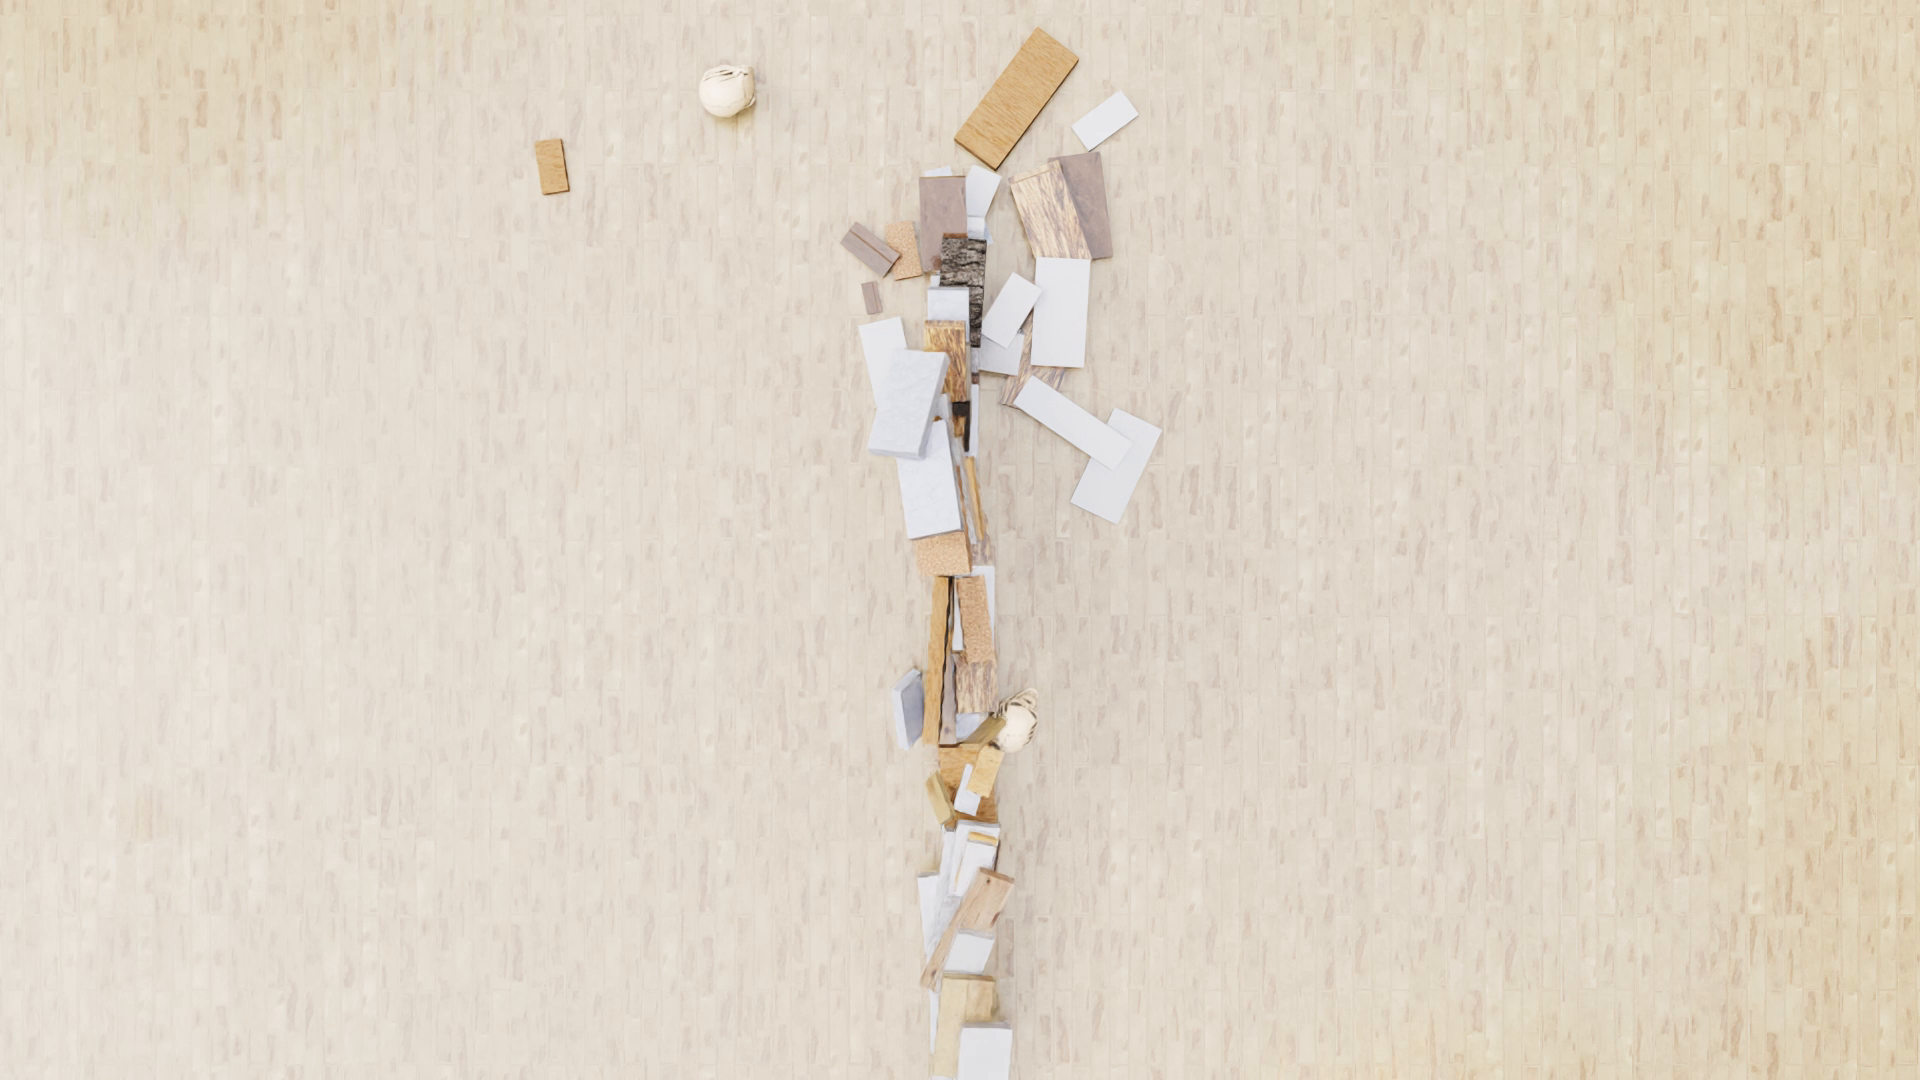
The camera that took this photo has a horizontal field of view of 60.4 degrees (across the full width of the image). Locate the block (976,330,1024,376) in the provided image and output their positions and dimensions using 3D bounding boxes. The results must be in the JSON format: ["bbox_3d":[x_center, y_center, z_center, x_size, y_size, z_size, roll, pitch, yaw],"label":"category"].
[{"bbox_3d":[0.060,-0.634,5.399,0.283,0.040,0.142,9,117,-1],"label":"block"}]

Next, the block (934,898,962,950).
[{"bbox_3d":[-0.003,1.253,5.307,0.134,0.038,0.267,4,131,-4],"label":"block"}]

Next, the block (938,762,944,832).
[{"bbox_3d":[0.017,0.786,5.445,0.170,0.048,0.339,-2,85,-4],"label":"block"}]

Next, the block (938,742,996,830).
[{"bbox_3d":[0.026,0.827,5.362,0.170,0.048,0.339,-5,100,-3],"label":"block"}]

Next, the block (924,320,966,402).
[{"bbox_3d":[-0.046,-0.563,5.190,0.128,0.036,0.257,1,116,5],"label":"block"}]

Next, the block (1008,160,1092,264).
[{"bbox_3d":[0.296,-1.051,5.427,0.174,0.049,0.348,-19,89,3],"label":"block"}]

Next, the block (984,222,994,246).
[{"bbox_3d":[0.033,-1.054,5.467,0.093,0.026,0.186,-24,102,1],"label":"block"}]

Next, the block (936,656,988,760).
[{"bbox_3d":[0.006,0.552,5.419,0.170,0.048,0.339,0,81,-4],"label":"block"}]

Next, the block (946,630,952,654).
[{"bbox_3d":[-0.030,0.300,5.468,0.076,0.021,0.151,16,101,-11],"label":"block"}]

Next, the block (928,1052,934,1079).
[{"bbox_3d":[-0.026,1.655,5.441,0.145,0.041,0.291,3,102,0],"label":"block"}]

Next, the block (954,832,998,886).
[{"bbox_3d":[0.050,1.016,5.208,0.091,0.026,0.182,15,102,-6],"label":"block"}]

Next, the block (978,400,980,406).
[{"bbox_3d":[0.001,-0.345,5.431,0.118,0.033,0.236,1,117,0],"label":"block"}]

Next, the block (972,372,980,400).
[{"bbox_3d":[0.001,-0.432,5.426,0.122,0.035,0.244,1,119,0],"label":"block"}]

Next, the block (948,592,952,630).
[{"bbox_3d":[-0.005,0.218,5.428,0.076,0.021,0.151,-6,105,-6],"label":"block"}]

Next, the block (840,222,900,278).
[{"bbox_3d":[-0.298,-0.963,5.471,0.186,0.026,0.093,39,97,6],"label":"block"}]

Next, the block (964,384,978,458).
[{"bbox_3d":[-0.001,-0.389,5.354,0.118,0.033,0.236,1,99,0],"label":"block"}]

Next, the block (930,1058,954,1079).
[{"bbox_3d":[-0.017,1.759,5.320,0.163,0.046,0.327,8,110,-5],"label":"block"}]

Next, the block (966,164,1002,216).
[{"bbox_3d":[0.049,-1.119,5.427,0.103,0.029,0.205,22,99,-8],"label":"block"}]

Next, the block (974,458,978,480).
[{"bbox_3d":[0.001,-0.198,5.448,0.118,0.033,0.236,1,108,0],"label":"block"}]

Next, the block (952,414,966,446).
[{"bbox_3d":[-0.030,-0.321,5.289,0.086,0.024,0.172,8,124,8],"label":"block"}]

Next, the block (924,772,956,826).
[{"bbox_3d":[-0.065,0.833,5.309,0.021,0.076,0.151,-5,61,-36],"label":"block"}]

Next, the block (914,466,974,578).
[{"bbox_3d":[-0.066,-0.058,5.197,0.170,0.048,0.339,-4,102,17],"label":"block"}]

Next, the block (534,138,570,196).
[{"bbox_3d":[-1.357,-1.242,5.488,0.088,0.025,0.176,-9,90,0],"label":"block"}]

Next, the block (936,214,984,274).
[{"bbox_3d":[-0.001,-0.917,5.423,0.149,0.042,0.298,2,113,0],"label":"block"}]

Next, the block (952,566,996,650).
[{"bbox_3d":[0.042,0.219,5.341,0.134,0.038,0.268,0,92,-10],"label":"block"}]

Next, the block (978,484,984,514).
[{"bbox_3d":[0.023,-0.060,5.393,0.115,0.033,0.230,-7,93,3],"label":"block"}]

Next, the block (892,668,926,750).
[{"bbox_3d":[-0.161,0.552,5.363,0.034,0.121,0.241,16,129,30],"label":"block"}]

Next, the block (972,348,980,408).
[{"bbox_3d":[-0.004,-0.541,5.409,0.122,0.035,0.244,-1,119,5],"label":"block"}]

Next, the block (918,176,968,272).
[{"bbox_3d":[-0.052,-1.023,5.334,0.149,0.042,0.298,-2,113,2],"label":"block"}]

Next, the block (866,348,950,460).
[{"bbox_3d":[-0.158,-0.421,5.097,0.172,0.049,0.344,7,71,23],"label":"block"}]

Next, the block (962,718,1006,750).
[{"bbox_3d":[0.078,0.624,5.304,0.076,0.151,0.021,-9,112,42],"label":"block"}]

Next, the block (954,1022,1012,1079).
[{"bbox_3d":[0.069,1.678,5.184,0.161,0.046,0.322,4,99,-8],"label":"block"}]

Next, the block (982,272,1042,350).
[{"bbox_3d":[0.161,-0.740,5.339,0.113,0.032,0.225,31,86,1],"label":"block"}]

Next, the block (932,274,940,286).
[{"bbox_3d":[-0.019,-0.725,5.438,0.149,0.042,0.298,-1,106,0],"label":"block"}]

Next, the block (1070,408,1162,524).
[{"bbox_3d":[0.516,-0.245,5.475,0.174,0.049,0.347,25,90,0],"label":"block"}]

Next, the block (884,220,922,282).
[{"bbox_3d":[-0.188,-0.964,5.487,0.093,0.026,0.186,-11,90,0],"label":"block"}]
